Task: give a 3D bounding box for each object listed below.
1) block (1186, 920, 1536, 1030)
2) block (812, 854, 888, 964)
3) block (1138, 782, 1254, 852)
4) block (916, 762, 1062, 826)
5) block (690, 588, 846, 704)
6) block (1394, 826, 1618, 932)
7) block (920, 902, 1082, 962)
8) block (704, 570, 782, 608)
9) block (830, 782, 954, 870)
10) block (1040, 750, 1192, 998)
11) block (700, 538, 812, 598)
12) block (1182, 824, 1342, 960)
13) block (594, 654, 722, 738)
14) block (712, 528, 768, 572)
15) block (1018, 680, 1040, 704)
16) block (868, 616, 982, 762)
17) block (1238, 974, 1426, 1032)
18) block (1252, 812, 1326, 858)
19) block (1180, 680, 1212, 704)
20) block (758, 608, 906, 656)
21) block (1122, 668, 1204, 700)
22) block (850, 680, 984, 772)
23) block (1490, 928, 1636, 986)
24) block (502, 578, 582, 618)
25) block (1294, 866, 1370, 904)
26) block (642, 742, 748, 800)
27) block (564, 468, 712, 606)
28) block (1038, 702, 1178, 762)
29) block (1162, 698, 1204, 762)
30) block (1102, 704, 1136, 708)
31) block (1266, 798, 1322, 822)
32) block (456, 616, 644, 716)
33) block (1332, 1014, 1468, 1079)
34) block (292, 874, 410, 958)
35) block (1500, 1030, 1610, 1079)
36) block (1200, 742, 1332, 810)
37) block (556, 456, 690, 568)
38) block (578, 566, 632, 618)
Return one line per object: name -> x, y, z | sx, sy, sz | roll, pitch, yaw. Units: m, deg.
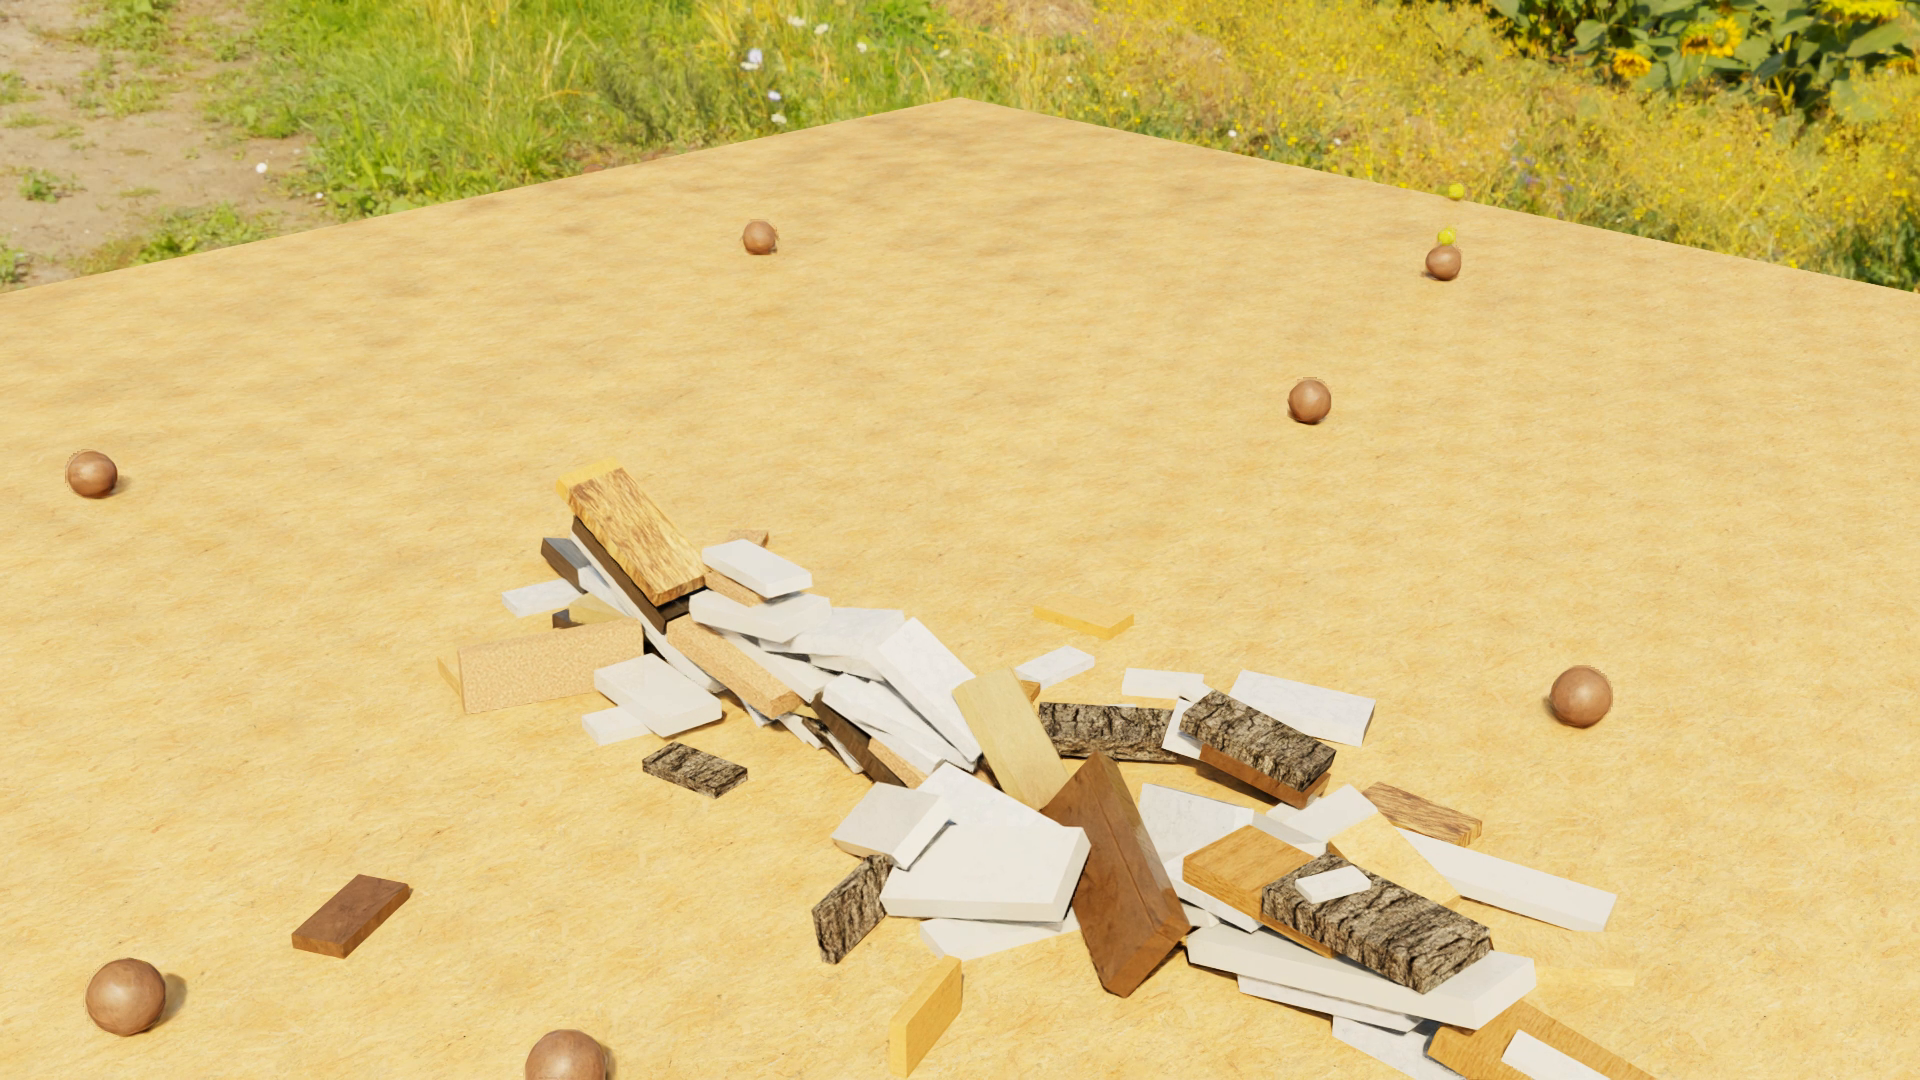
block -> 0.671, 0.716, 3.746 | 0.172, 0.049, 0.605 | -21, 16, -40
block -> -0.195, 0.675, 4.029 | 0.030, 0.107, 0.214 | 1, 21, 29
block -> 0.436, 0.555, 4.168 | 0.041, 0.144, 0.288 | 13, -3, -32
block -> 0.029, 0.561, 4.224 | 0.180, 0.051, 0.359 | -41, 37, -22
block -> -0.402, 0.214, 4.775 | 0.139, 0.039, 0.433 | -23, 42, -36
block -> 0.984, 0.638, 4.169 | 0.492, 0.032, 0.112 | 15, 28, 23
block -> 0.079, 0.710, 4.049 | 0.289, 0.030, 0.107 | -11, 25, -24
block -> -0.464, 0.094, 4.776 | 0.100, 0.028, 0.200 | -22, 23, -28
block -> -0.132, 0.543, 4.207 | 0.146, 0.041, 0.292 | -49, 19, -19
block -> 0.277, 0.605, 4.059 | 0.051, 0.180, 0.534 | 33, 16, -25
block -> -0.442, 0.059, 4.756 | 0.109, 0.031, 0.307 | -14, 21, -30
block -> 0.577, 0.614, 3.872 | 0.172, 0.049, 0.344 | -20, 29, -36
block -> -0.666, 0.339, 4.836 | 0.149, 0.042, 0.297 | -17, 28, -34
block -> -0.565, 0.034, 5.645 | 0.100, 0.028, 0.247 | 3, 23, 6
block -> 0.092, 0.376, 4.842 | 0.088, 0.025, 0.273 | 8, 24, 18
block -> -0.036, 0.298, 4.412 | 0.292, 0.041, 0.146 | 44, 40, 4
block -> 0.674, 0.755, 3.802 | 0.178, 0.050, 0.356 | -21, 16, -40
block -> 0.585, 0.567, 4.225 | 0.112, 0.032, 0.223 | 2, 9, -32
block -> 0.554, 0.355, 4.858 | 0.127, 0.018, 0.063 | 31, 31, 28
block -> -0.272, 0.191, 4.644 | 0.295, 0.042, 0.148 | 1, 22, 41
block -> 0.458, 0.326, 4.961 | 0.176, 0.025, 0.088 | 4, 23, 10
block -> -0.067, 0.362, 4.469 | 0.277, 0.039, 0.139 | 24, 36, 12
block -> 1.078, 0.749, 3.953 | 0.239, 0.034, 0.120 | 2, 23, 4
block -> -1.011, 0.138, 5.400 | 0.202, 0.029, 0.101 | -14, 27, -29
block -> 0.632, 0.584, 3.729 | 0.113, 0.016, 0.057 | -11, 24, -20
block -> -0.554, 0.480, 4.593 | 0.203, 0.029, 0.101 | 16, 28, 32
block -> -0.717, -0.010, 4.900 | 0.148, 0.042, 0.358 | -25, 59, -35
block -> 0.315, 0.409, 4.693 | 0.302, 0.043, 0.151 | 3, 25, 5
block -> 0.586, 0.430, 4.611 | 0.302, 0.043, 0.151 | 17, 26, 8
block -> 0.327, 0.385, 4.831 | 0.127, 0.018, 0.063 | -2, 23, -5
block -> 0.741, 0.574, 4.365 | 0.240, 0.034, 0.120 | 20, 30, 38
block -> -0.910, 0.280, 4.910 | 0.407, 0.148, 0.042 | -9, 25, -21
block -> 0.825, 0.850, 3.694 | 0.178, 0.050, 0.356 | -21, 31, -41
block -> -1.129, 0.697, 4.080 | 0.109, 0.031, 0.218 | 8, 24, 17
block -> 1.042, 0.892, 3.463 | 0.383, 0.019, 0.068 | 27, 36, 21
block -> 0.621, 0.461, 4.478 | 0.240, 0.034, 0.120 | 26, 29, 23
block -> -0.766, -0.054, 4.987 | 0.154, 0.044, 0.309 | -25, 59, -36
block -> -0.756, 0.118, 5.201 | 0.154, 0.044, 0.309 | -18, 29, -35
